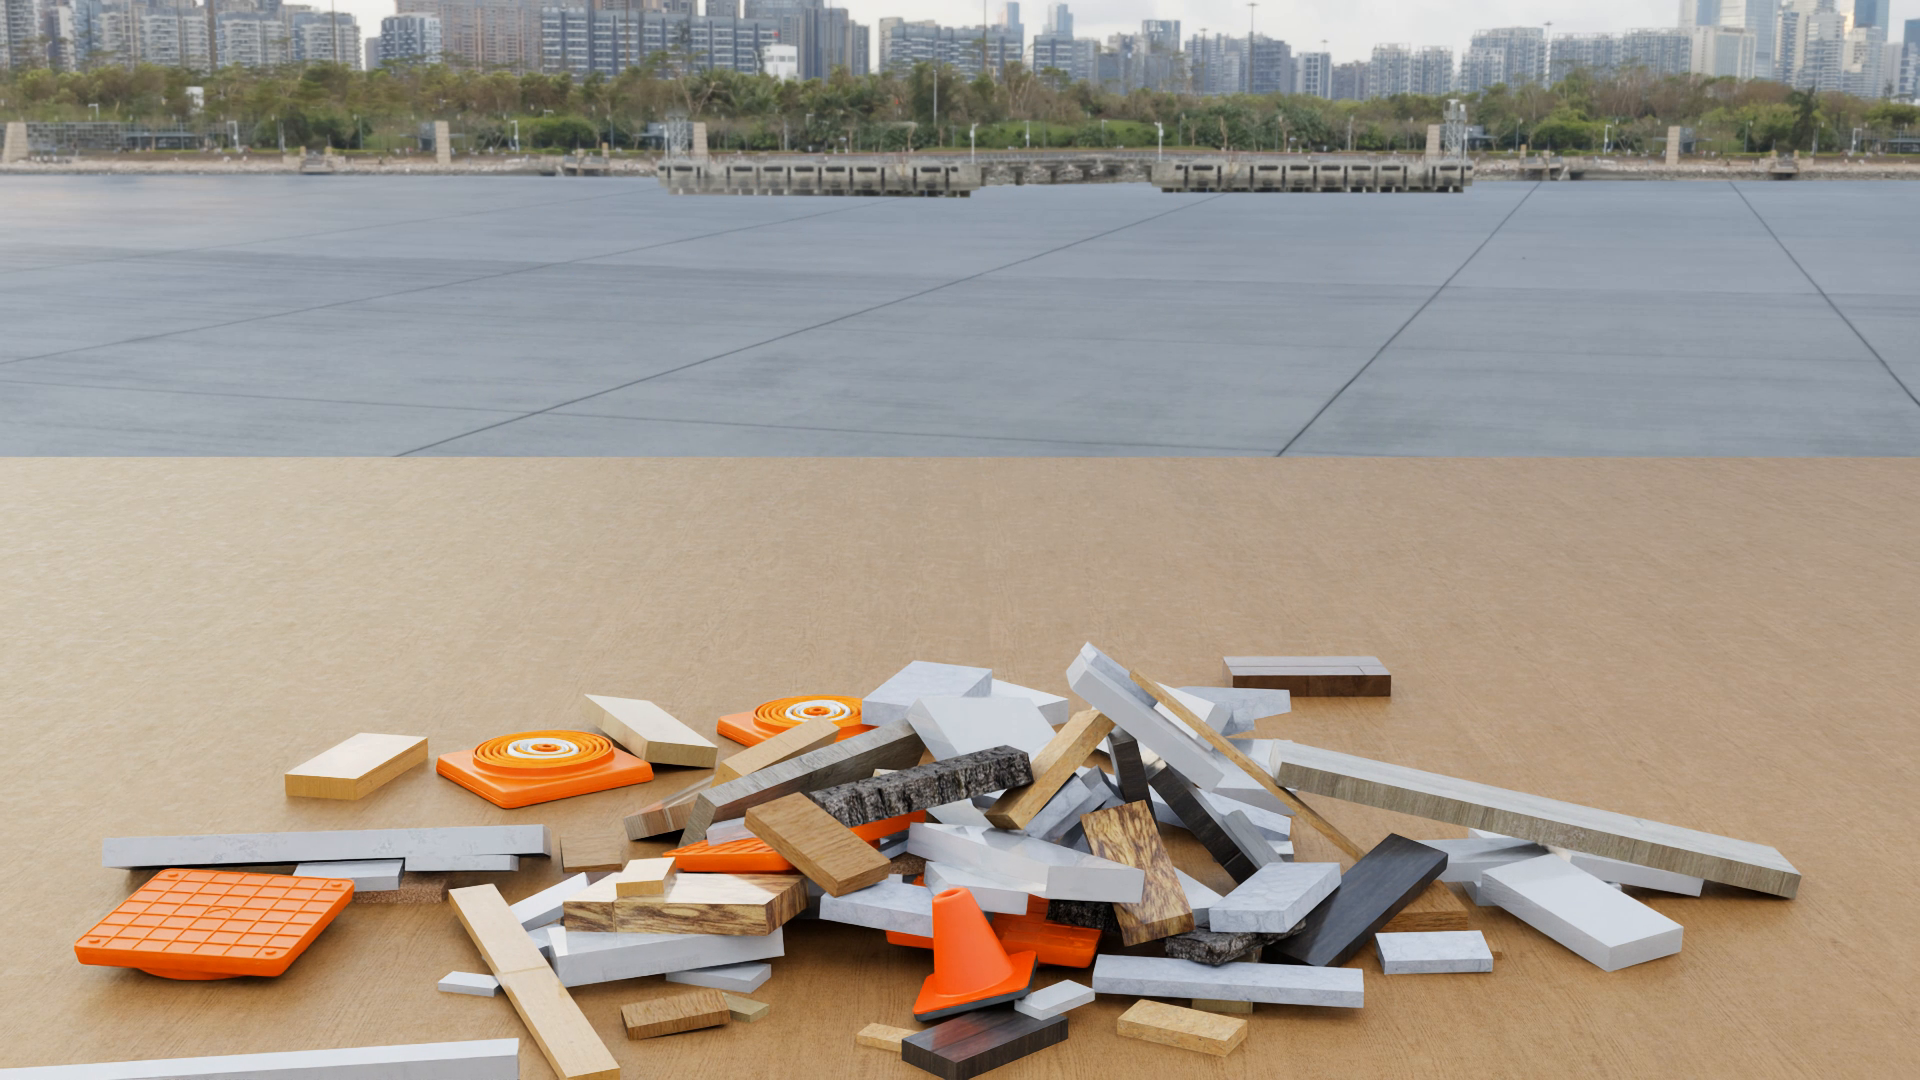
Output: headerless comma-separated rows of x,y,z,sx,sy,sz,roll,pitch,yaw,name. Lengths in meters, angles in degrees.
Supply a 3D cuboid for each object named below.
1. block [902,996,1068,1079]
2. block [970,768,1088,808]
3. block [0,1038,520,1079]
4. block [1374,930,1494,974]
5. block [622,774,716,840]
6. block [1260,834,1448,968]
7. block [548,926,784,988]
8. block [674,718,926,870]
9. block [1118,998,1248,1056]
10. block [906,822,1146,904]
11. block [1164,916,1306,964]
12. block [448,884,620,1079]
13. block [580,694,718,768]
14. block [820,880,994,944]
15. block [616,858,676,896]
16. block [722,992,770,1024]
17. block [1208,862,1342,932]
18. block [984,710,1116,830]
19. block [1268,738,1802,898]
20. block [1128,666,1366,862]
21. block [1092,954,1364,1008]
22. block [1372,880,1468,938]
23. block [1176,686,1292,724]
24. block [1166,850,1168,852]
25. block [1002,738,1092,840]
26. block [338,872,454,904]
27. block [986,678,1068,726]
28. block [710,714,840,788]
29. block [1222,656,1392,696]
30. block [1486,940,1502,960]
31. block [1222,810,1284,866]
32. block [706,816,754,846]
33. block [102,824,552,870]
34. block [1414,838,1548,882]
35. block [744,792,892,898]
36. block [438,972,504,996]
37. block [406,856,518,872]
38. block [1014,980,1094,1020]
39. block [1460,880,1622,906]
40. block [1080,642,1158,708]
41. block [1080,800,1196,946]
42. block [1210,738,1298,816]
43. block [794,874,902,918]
0.036,0.690,3.044,0.217,0.031,0.108,-10,14,-43,block
0.124,0.444,3.951,0.235,0.033,0.117,7,39,43,block
-0.892,0.701,2.594,0.733,0.173,0.049,-2,11,-9,block
0.721,0.628,3.352,0.163,0.023,0.081,-1,20,0,block
-0.470,0.477,4.039,0.149,0.042,0.299,-16,2,28,block
0.625,0.573,3.452,0.102,0.029,0.418,18,29,34,block
-0.448,0.609,3.332,0.334,0.047,0.167,-6,6,-15,block
-0.270,0.453,3.979,0.043,0.153,0.629,35,27,25,block
0.312,0.685,3.092,0.163,0.023,0.081,6,12,28,block
0.095,0.496,3.399,0.171,0.049,0.411,8,-2,-31,block
0.414,0.591,3.301,0.204,0.029,0.102,-10,6,-42,block
-0.639,0.644,3.239,0.072,0.020,0.712,-5,14,-25,block
-0.645,0.391,4.533,0.149,0.042,0.412,9,5,-29,block
-0.079,0.560,3.346,0.240,0.034,0.120,7,10,16,block
-0.487,0.522,3.415,0.072,0.020,0.144,-4,5,1,block
-0.325,0.675,3.176,0.091,0.013,0.045,7,12,32,block
0.486,0.546,3.372,0.117,0.033,0.286,-4,5,26,block
0.149,0.378,3.625,0.241,0.034,0.121,-46,8,-18,block
0.958,0.466,3.702,0.874,0.042,0.148,12,10,1,block
0.512,0.402,3.660,0.581,0.014,0.049,39,10,0,block
0.389,0.640,3.195,0.386,0.025,0.087,2,11,9,block
0.648,0.594,3.533,0.295,0.042,0.148,-1,11,-4,block
0.505,0.332,4.444,0.153,0.043,0.305,-8,3,-36,block
0.267,0.507,3.878,0.110,0.031,0.220,16,10,-25,block
0.140,0.420,3.721,0.121,0.034,0.336,-40,8,-1,block
-0.939,0.579,3.664,0.171,0.024,0.086,0,11,1,block
0.049,0.353,4.805,0.178,0.050,0.356,-9,14,-41,block
-0.352,0.441,3.987,0.049,0.173,0.346,32,22,18,block
0.790,0.312,5.029,0.356,0.050,0.178,0,11,-1,block
0.786,0.633,3.402,0.097,0.014,0.049,1,11,7,block
0.504,0.517,3.720,0.139,0.020,0.069,51,14,15,block
-0.329,0.473,3.660,0.175,0.025,0.087,-11,1,2,block
-1.065,0.524,3.743,0.716,0.047,0.167,-1,-10,-6,block
0.860,0.536,3.686,0.237,0.034,0.118,-1,11,-5,block
-0.222,0.471,3.413,0.110,0.031,0.220,-14,35,-44,block
-0.722,0.659,3.263,0.091,0.013,0.045,3,11,15,block
-0.828,0.539,3.663,0.171,0.024,0.086,0,-10,-1,block
0.135,0.653,3.122,0.108,0.015,0.054,-10,14,-43,block
0.966,0.574,3.665,0.237,0.034,0.118,0,11,0,block
0.267,0.226,3.671,0.139,0.020,0.069,36,7,-17,block
0.271,0.511,3.408,0.108,0.031,0.334,-13,24,-3,block
0.561,0.455,4.261,0.171,0.049,0.343,1,11,7,block
-0.213,0.569,3.507,0.240,0.034,0.120,0,-27,-2,block
